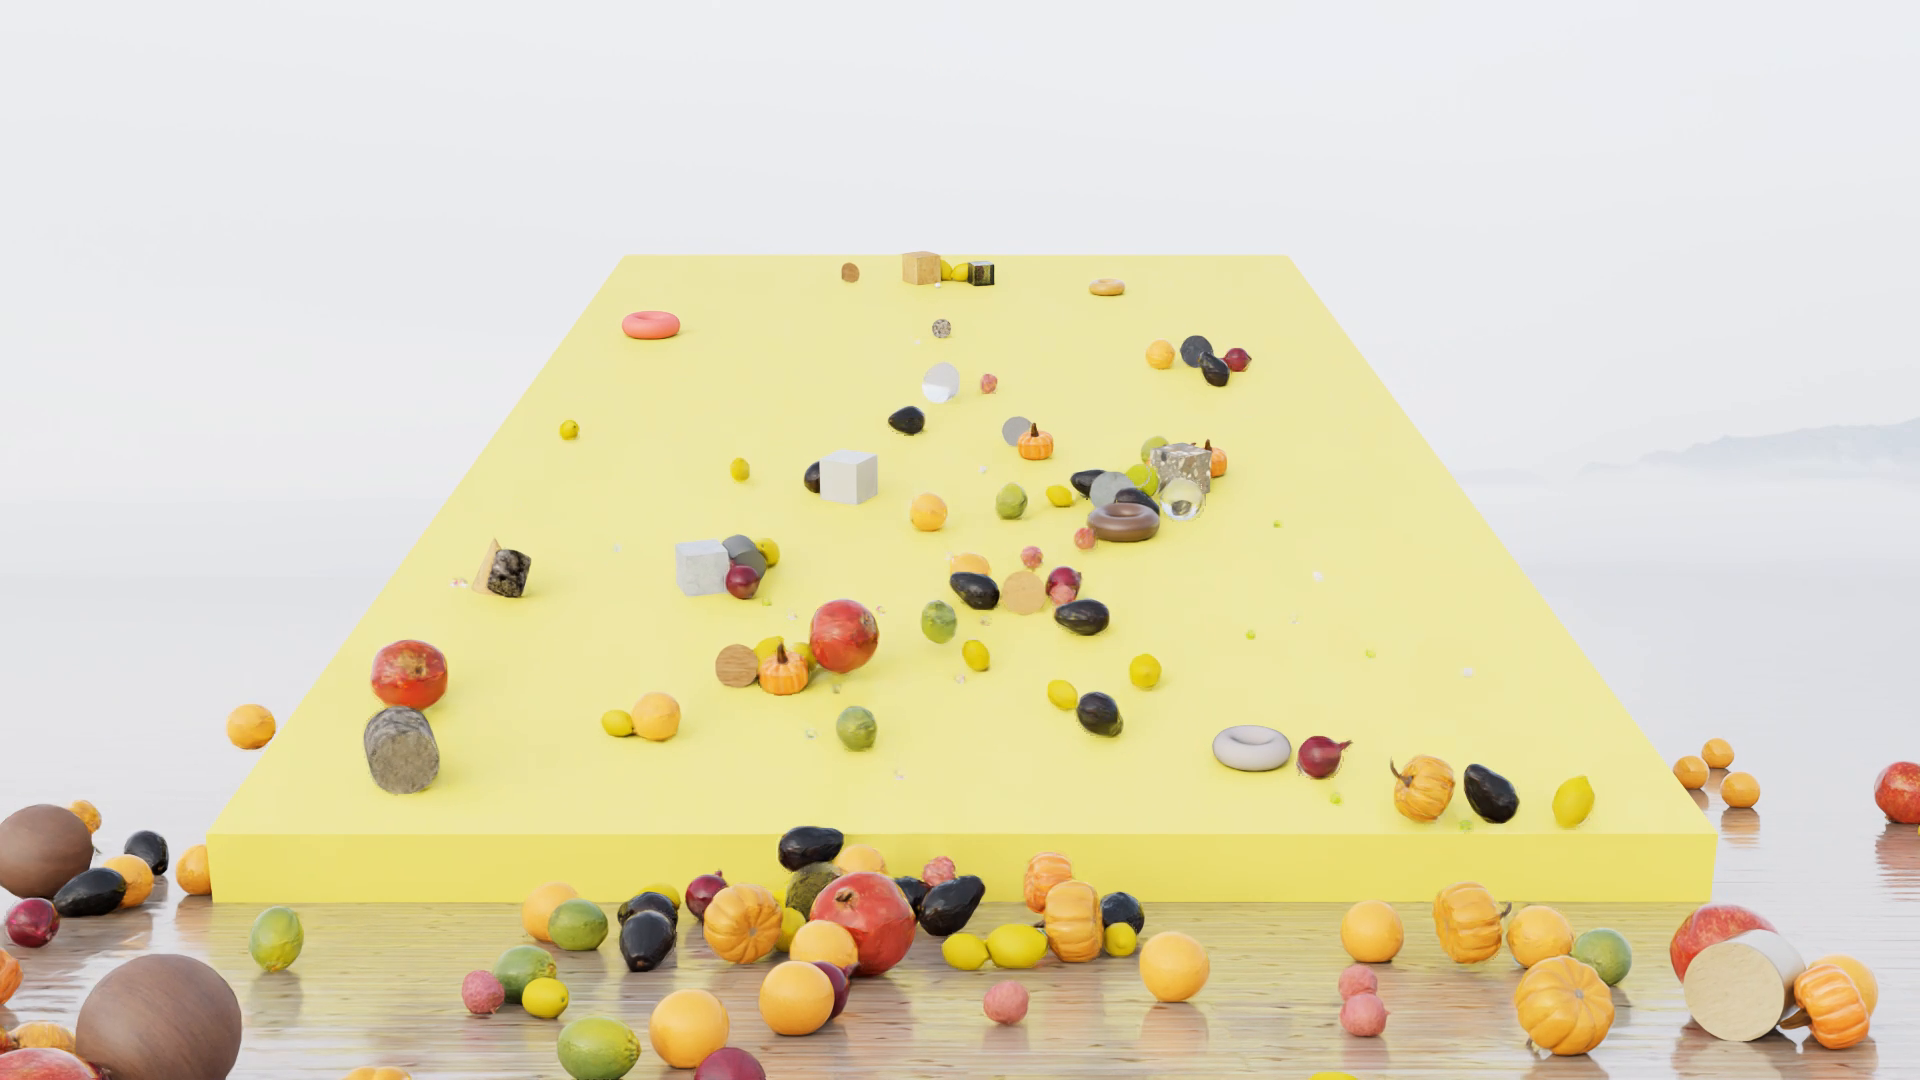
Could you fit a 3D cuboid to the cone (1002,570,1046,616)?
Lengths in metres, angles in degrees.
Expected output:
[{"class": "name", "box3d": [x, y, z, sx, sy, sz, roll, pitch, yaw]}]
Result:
[{"class": "cone", "box3d": [0.099, 0.095, 3.801, 0.076, 0.076, 0.076, 0, -9, -13]}]

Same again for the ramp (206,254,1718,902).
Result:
[{"class": "ramp", "box3d": [-0.004, -0.189, 4.876, 2.000, 0.100, 4.000, 0, 18, 0]}]

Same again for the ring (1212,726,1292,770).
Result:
[{"class": "ring", "box3d": [0.415, 0.296, 3.187, 0.112, 0.037, 0.112, 0, 17, 0]}]

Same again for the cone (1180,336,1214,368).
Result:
[{"class": "cone", "box3d": [0.567, -0.449, 5.451, 0.081, 0.081, 0.081, 0, -9, -8]}]

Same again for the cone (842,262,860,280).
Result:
[{"class": "cone", "box3d": [-0.325, -0.755, 6.393, 0.059, 0.059, 0.059, 1, -19, -33]}]

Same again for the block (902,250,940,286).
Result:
[{"class": "block", "box3d": [-0.109, -0.773, 6.366, 0.079, 0.079, 0.079, -11, 21, -31]}]

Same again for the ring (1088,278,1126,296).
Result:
[{"class": "ring", "box3d": [0.409, -0.704, 6.229, 0.103, 0.034, 0.103, -1, 18, 0]}]

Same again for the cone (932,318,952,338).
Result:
[{"class": "cone", "box3d": [-0.043, -0.535, 5.733, 0.051, 0.051, 0.051, 0, -9, 10]}]

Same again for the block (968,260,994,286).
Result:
[{"class": "block", "box3d": [0.060, -0.754, 6.340, 0.060, 0.060, 0.060, -6, 19, -17]}]

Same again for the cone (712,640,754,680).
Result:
[{"class": "cone", "box3d": [-0.342, 0.200, 3.485, 0.068, 0.068, 0.068, 0, -27, 18]}]

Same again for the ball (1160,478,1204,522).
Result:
[{"class": "ball", "box3d": [0.420, -0.076, 4.247, 0.081, 0.081, 0.081, 0, -1, 0]}]

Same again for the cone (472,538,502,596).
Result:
[{"class": "cone", "box3d": [-0.804, 0.037, 3.880, 0.091, 0.091, 0.091, 0, 18, 0]}]

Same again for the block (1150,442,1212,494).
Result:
[{"class": "block", "box3d": [0.435, -0.137, 4.425, 0.084, 0.084, 0.084, -13, 22, -34]}]

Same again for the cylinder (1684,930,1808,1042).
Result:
[{"class": "cylinder", "box3d": [0.754, 0.426, 2.148, 0.093, 0.093, 0.093, -1, -1, 34]}]

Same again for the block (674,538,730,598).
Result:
[{"class": "block", "box3d": [-0.446, 0.048, 3.873, 0.075, 0.075, 0.075, -7, 19, -20]}]

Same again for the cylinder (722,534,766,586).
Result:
[{"class": "cylinder", "box3d": [-0.380, 0.036, 3.901, 0.069, 0.069, 0.069, 0, 24, -24]}]

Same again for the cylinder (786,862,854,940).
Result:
[{"class": "cylinder", "box3d": [-0.170, 0.439, 2.726, 0.083, 0.083, 0.083, 0, -1, -3]}]

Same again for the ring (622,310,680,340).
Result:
[{"class": "ring", "box3d": [-0.791, -0.550, 5.734, 0.150, 0.050, 0.150, 1, 19, 0]}]

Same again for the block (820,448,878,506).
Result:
[{"class": "block", "box3d": [-0.217, -0.124, 4.385, 0.083, 0.083, 0.083, 9, 20, 26]}]

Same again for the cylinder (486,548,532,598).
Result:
[{"class": "cylinder", "box3d": [-0.770, 0.057, 3.826, 0.062, 0.062, 0.062, 9, -25, 4]}]

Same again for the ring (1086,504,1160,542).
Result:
[{"class": "ring", "box3d": [0.304, -0.033, 4.172, 0.137, 0.046, 0.137, -1, 19, 0]}]

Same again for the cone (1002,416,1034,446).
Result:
[{"class": "cone", "box3d": [0.123, -0.225, 4.779, 0.067, 0.067, 0.067, 0, -8, 1]}]
